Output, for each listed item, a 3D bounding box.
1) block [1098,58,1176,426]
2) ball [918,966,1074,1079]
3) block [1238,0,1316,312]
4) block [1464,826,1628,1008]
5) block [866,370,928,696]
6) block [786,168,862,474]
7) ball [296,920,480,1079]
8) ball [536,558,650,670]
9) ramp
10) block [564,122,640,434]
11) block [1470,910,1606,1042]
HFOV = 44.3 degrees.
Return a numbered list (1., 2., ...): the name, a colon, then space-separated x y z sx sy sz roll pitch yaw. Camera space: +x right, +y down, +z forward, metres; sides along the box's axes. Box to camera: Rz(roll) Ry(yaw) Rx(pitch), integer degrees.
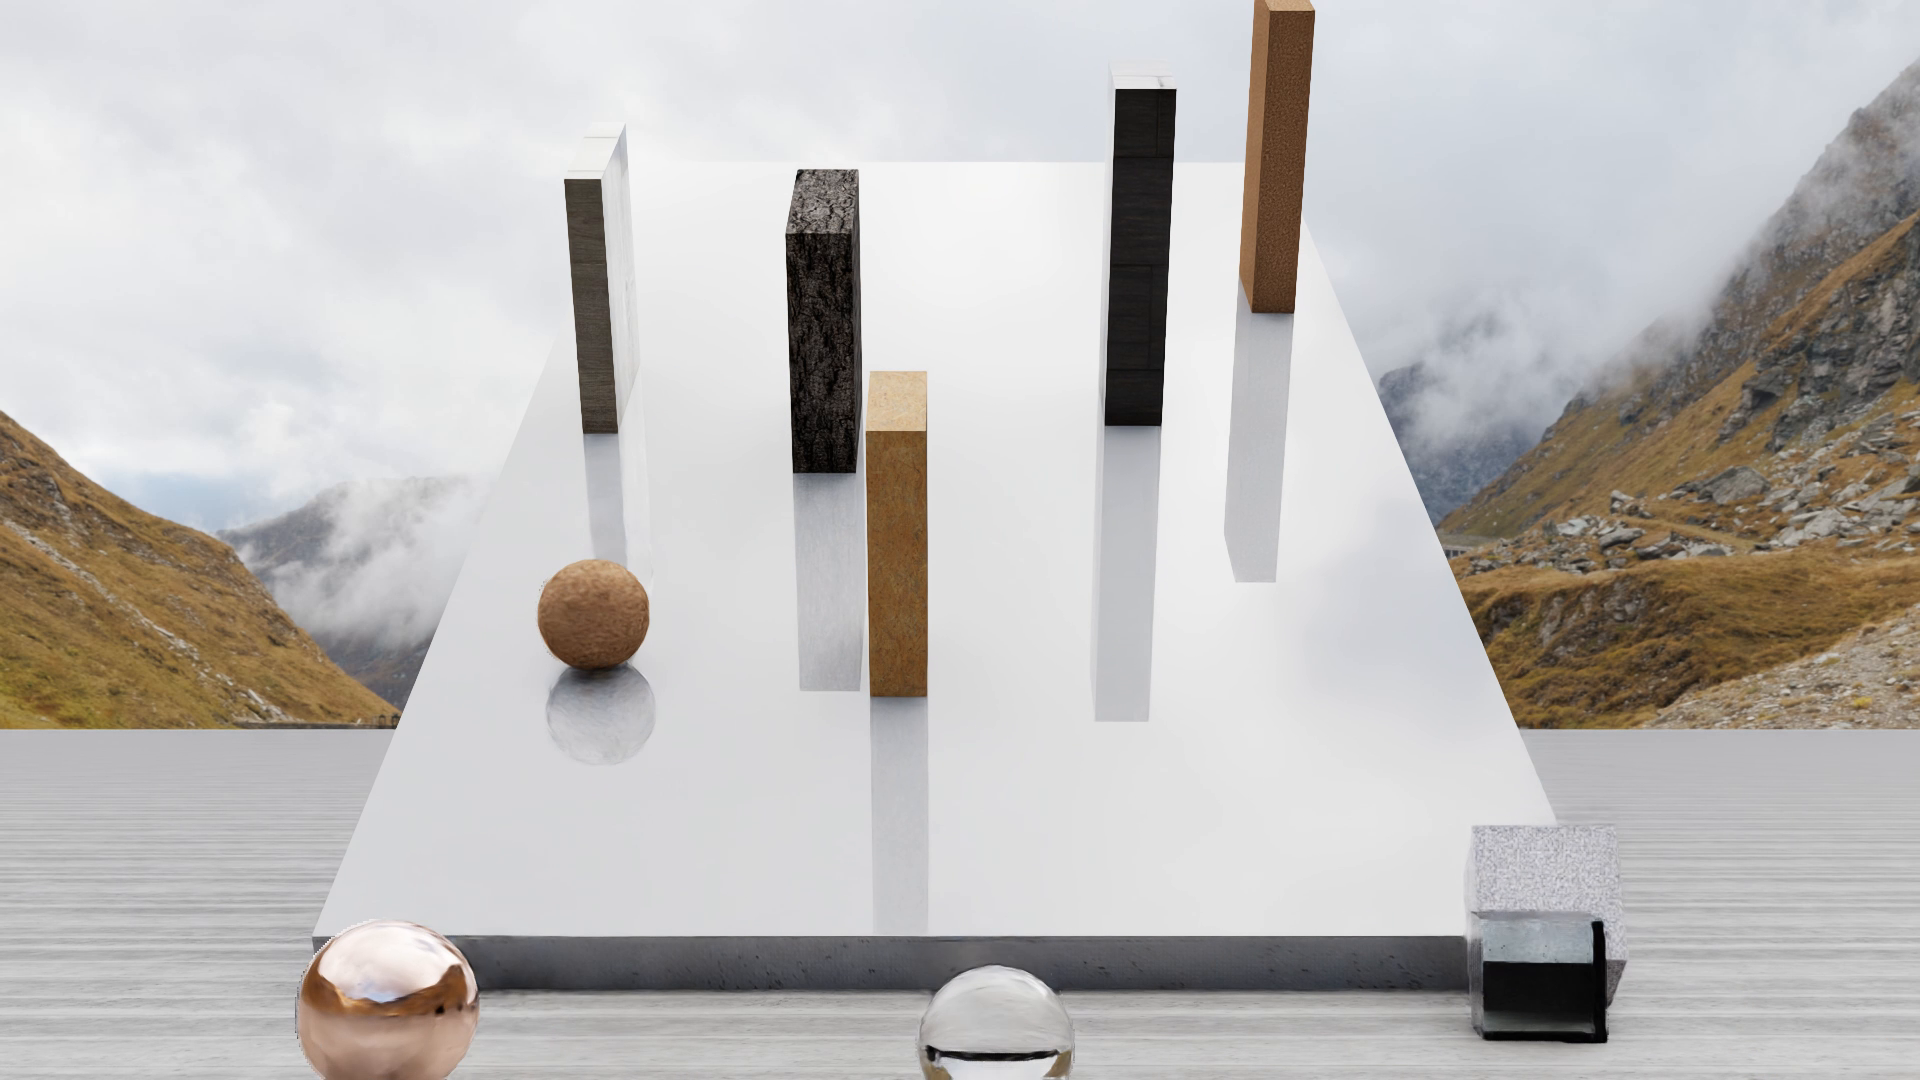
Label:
1. block: 0.399 -0.672 5.363 0.132 0.789 0.251 0 26 0
2. ball: 0.037 0.524 2.451 0.162 0.162 0.162 0 -4 0
3. block: 0.807 -1.003 6.043 0.110 0.782 0.306 0 26 0
4. block: 0.844 0.547 3.426 0.201 0.201 0.201 -1 -30 7
5. block: -0.113 -0.012 4.316 0.105 0.529 0.274 0 26 0
6. block: -0.298 -0.494 5.265 0.139 0.552 0.447 0 26 0
7. ball: -0.632 0.519 2.611 0.197 0.197 0.197 0 -4 0
8. ball: -0.678 0.138 4.373 0.208 0.208 0.208 0 -4 0
9. ramp: -0.010 -0.228 5.466 2.000 0.100 4.000 0 26 0
10. block: -0.819 -0.608 5.438 0.081 0.602 0.432 0 26 0
11. block: 0.771 0.582 3.158 0.156 0.156 0.156 -1 -4 7
